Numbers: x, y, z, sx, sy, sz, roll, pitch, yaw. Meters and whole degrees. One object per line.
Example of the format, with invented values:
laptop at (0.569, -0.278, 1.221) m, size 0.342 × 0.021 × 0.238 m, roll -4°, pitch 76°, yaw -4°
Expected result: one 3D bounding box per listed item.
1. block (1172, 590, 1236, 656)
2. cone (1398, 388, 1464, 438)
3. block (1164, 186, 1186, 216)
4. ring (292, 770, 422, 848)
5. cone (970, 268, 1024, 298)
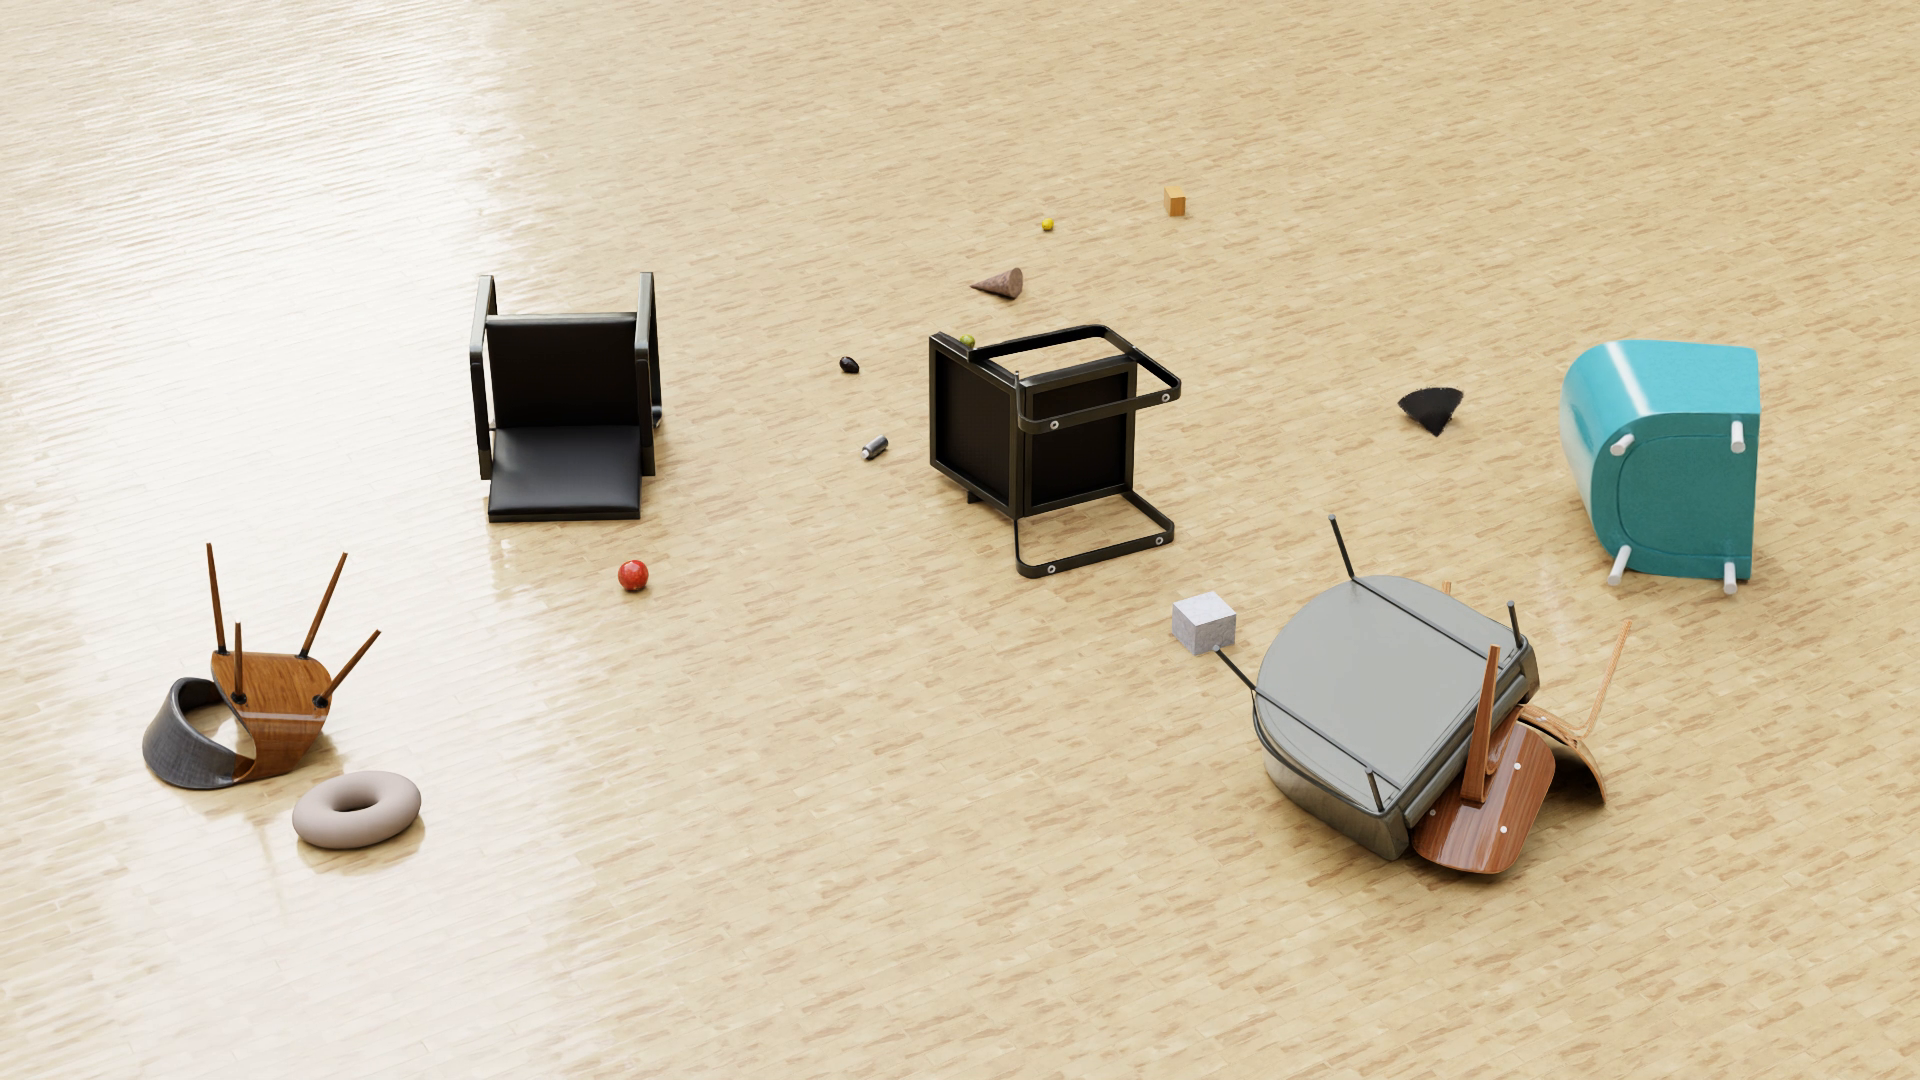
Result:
block at (0.863, 0.295, 10.379) m, size 0.167 × 0.130 × 0.159 m, roll -16°, pitch 36°, yaw -22°
cone at (1.874, -0.479, 11.593) m, size 0.262 × 0.197 × 0.172 m, roll -6°, pitch 64°, yaw 3°
block at (0.964, -1.522, 13.169) m, size 0.069 × 0.094 × 0.111 m, roll -6°, pitch 34°, yaw -10°
ring at (-1.956, 0.873, 9.510) m, size 0.419 × 0.122 × 0.314 m, roll -12°, pitch 34°, yaw -16°
cone at (0.137, -1.094, 12.552) m, size 0.224 × 0.119 × 0.176 m, roll -2°, pitch 25°, yaw 24°
